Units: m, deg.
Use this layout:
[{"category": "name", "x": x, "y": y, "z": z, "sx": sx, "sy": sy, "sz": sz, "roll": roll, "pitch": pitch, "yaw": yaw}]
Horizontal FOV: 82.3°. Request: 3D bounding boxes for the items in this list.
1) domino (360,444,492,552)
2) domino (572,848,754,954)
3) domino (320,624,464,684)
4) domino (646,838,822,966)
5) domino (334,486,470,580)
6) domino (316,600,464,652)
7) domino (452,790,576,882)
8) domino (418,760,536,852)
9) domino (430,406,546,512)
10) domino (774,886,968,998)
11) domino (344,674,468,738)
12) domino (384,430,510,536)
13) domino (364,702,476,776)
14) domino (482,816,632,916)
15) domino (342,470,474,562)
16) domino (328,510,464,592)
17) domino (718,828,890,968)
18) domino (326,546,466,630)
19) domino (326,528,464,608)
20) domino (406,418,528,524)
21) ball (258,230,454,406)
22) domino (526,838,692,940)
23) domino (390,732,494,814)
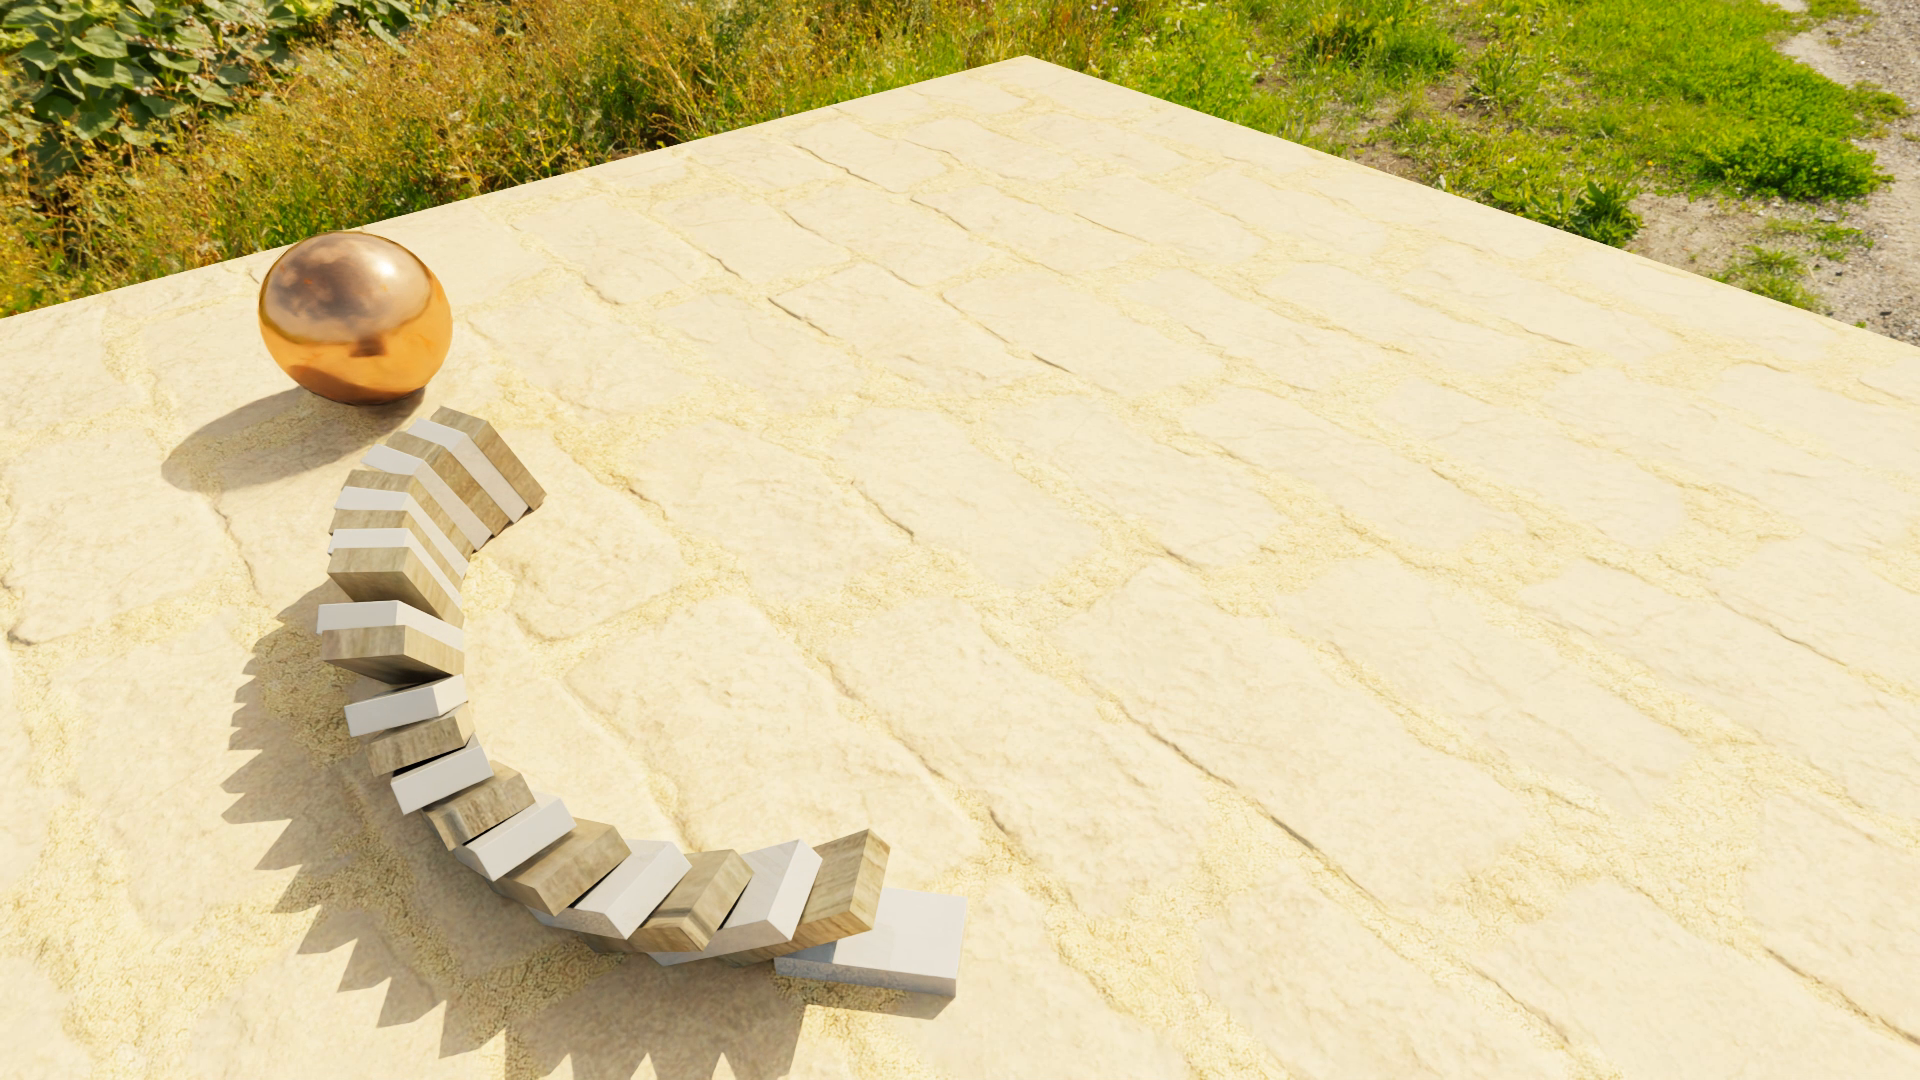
[{"category": "domino", "x": -0.208, "y": -0.016, "z": 0.431, "sx": 0.025, "sy": 0.050, "sz": 0.009, "roll": 18, "pitch": 62, "yaw": 20}, {"category": "domino", "x": -0.081, "y": 0.099, "z": 0.301, "sx": 0.050, "sy": 0.009, "sz": 0.025, "roll": -18, "pitch": 26, "yaw": 38}, {"category": "domino", "x": -0.188, "y": 0.039, "z": 0.367, "sx": 0.025, "sy": 0.050, "sz": 0.009, "roll": -4, "pitch": 74, "yaw": -5}, {"category": "domino", "x": -0.063, "y": 0.099, "z": 0.301, "sx": 0.050, "sy": 0.009, "sz": 0.025, "roll": -23, "pitch": 29, "yaw": 31}, {"category": "domino", "x": -0.208, "y": -0.001, "z": 0.412, "sx": 0.025, "sy": 0.050, "sz": 0.009, "roll": 6, "pitch": 59, "yaw": 7}, {"category": "domino", "x": -0.193, "y": 0.031, "z": 0.375, "sx": 0.025, "sy": 0.050, "sz": 0.009, "roll": -3, "pitch": 74, "yaw": -2}, {"category": "domino", "x": -0.131, "y": 0.084, "z": 0.318, "sx": 0.025, "sy": 0.009, "sz": 0.050, "roll": -33, "pitch": 12, "yaw": -33}, {"category": "domino", "x": -0.145, "y": 0.078, "z": 0.326, "sx": 0.025, "sy": 0.009, "sz": 0.050, "roll": -29, "pitch": 10, "yaw": -31}, {"category": "domino", "x": -0.193, "y": -0.033, "z": 0.451, "sx": 0.025, "sy": 0.050, "sz": 0.009, "roll": 18, "pitch": 62, "yaw": 20}, {"category": "domino", "x": -0.024, "y": 0.111, "z": 0.308, "sx": 0.050, "sy": 0.010, "sz": 0.025, "roll": 5, "pitch": 40, "yaw": 6}, {"category": "domino", "x": -0.178, "y": 0.053, "z": 0.355, "sx": 0.025, "sy": 0.009, "sz": 0.050, "roll": -13, "pitch": 1, "yaw": -15}, {"category": "domino", "x": -0.204, "y": -0.022, "z": 0.438, "sx": 0.025, "sy": 0.050, "sz": 0.009, "roll": 18, "pitch": 62, "yaw": 20}, {"category": "domino", "x": -0.168, "y": 0.062, "z": 0.345, "sx": 0.025, "sy": 0.010, "sz": 0.050, "roll": -18, "pitch": 3, "yaw": -21}, {"category": "domino", "x": -0.116, "y": 0.091, "z": 0.312, "sx": 0.050, "sy": 0.009, "sz": 0.025, "roll": -10, "pitch": 22, "yaw": 49}, {"category": "domino", "x": -0.210, "y": -0.008, "z": 0.420, "sx": 0.025, "sy": 0.050, "sz": 0.009, "roll": 6, "pitch": 59, "yaw": 8}, {"category": "domino", "x": -0.205, "y": 0.007, "z": 0.403, "sx": 0.025, "sy": 0.050, "sz": 0.009, "roll": 1, "pitch": 58, "yaw": 1}, {"category": "domino", "x": -0.043, "y": 0.098, "z": 0.300, "sx": 0.050, "sy": 0.009, "sz": 0.025, "roll": -25, "pitch": 31, "yaw": 27}, {"category": "domino", "x": -0.197, "y": 0.020, "z": 0.387, "sx": 0.025, "sy": 0.050, "sz": 0.009, "roll": -1, "pitch": 58, "yaw": -1}, {"category": "domino", "x": -0.201, "y": 0.013, "z": 0.395, "sx": 0.025, "sy": 0.050, "sz": 0.009, "roll": -1, "pitch": 58, "yaw": -1}, {"category": "domino", "x": -0.199, "y": -0.027, "z": 0.445, "sx": 0.025, "sy": 0.050, "sz": 0.009, "roll": 18, "pitch": 62, "yaw": 20}, {"category": "ball", "x": -0.281, "y": -0.103, "z": 0.513, "sx": 0.080, "sy": 0.080, "sz": 0.080, "roll": 0, "pitch": 39, "yaw": 0}, {"category": "domino", "x": -0.099, "y": 0.096, "z": 0.305, "sx": 0.050, "sy": 0.010, "sz": 0.025, "roll": -13, "pitch": 25, "yaw": 44}, {"category": "domino", "x": -0.158, "y": 0.070, "z": 0.335, "sx": 0.025, "sy": 0.009, "sz": 0.050, "roll": -23, "pitch": 6, "yaw": -26}]
